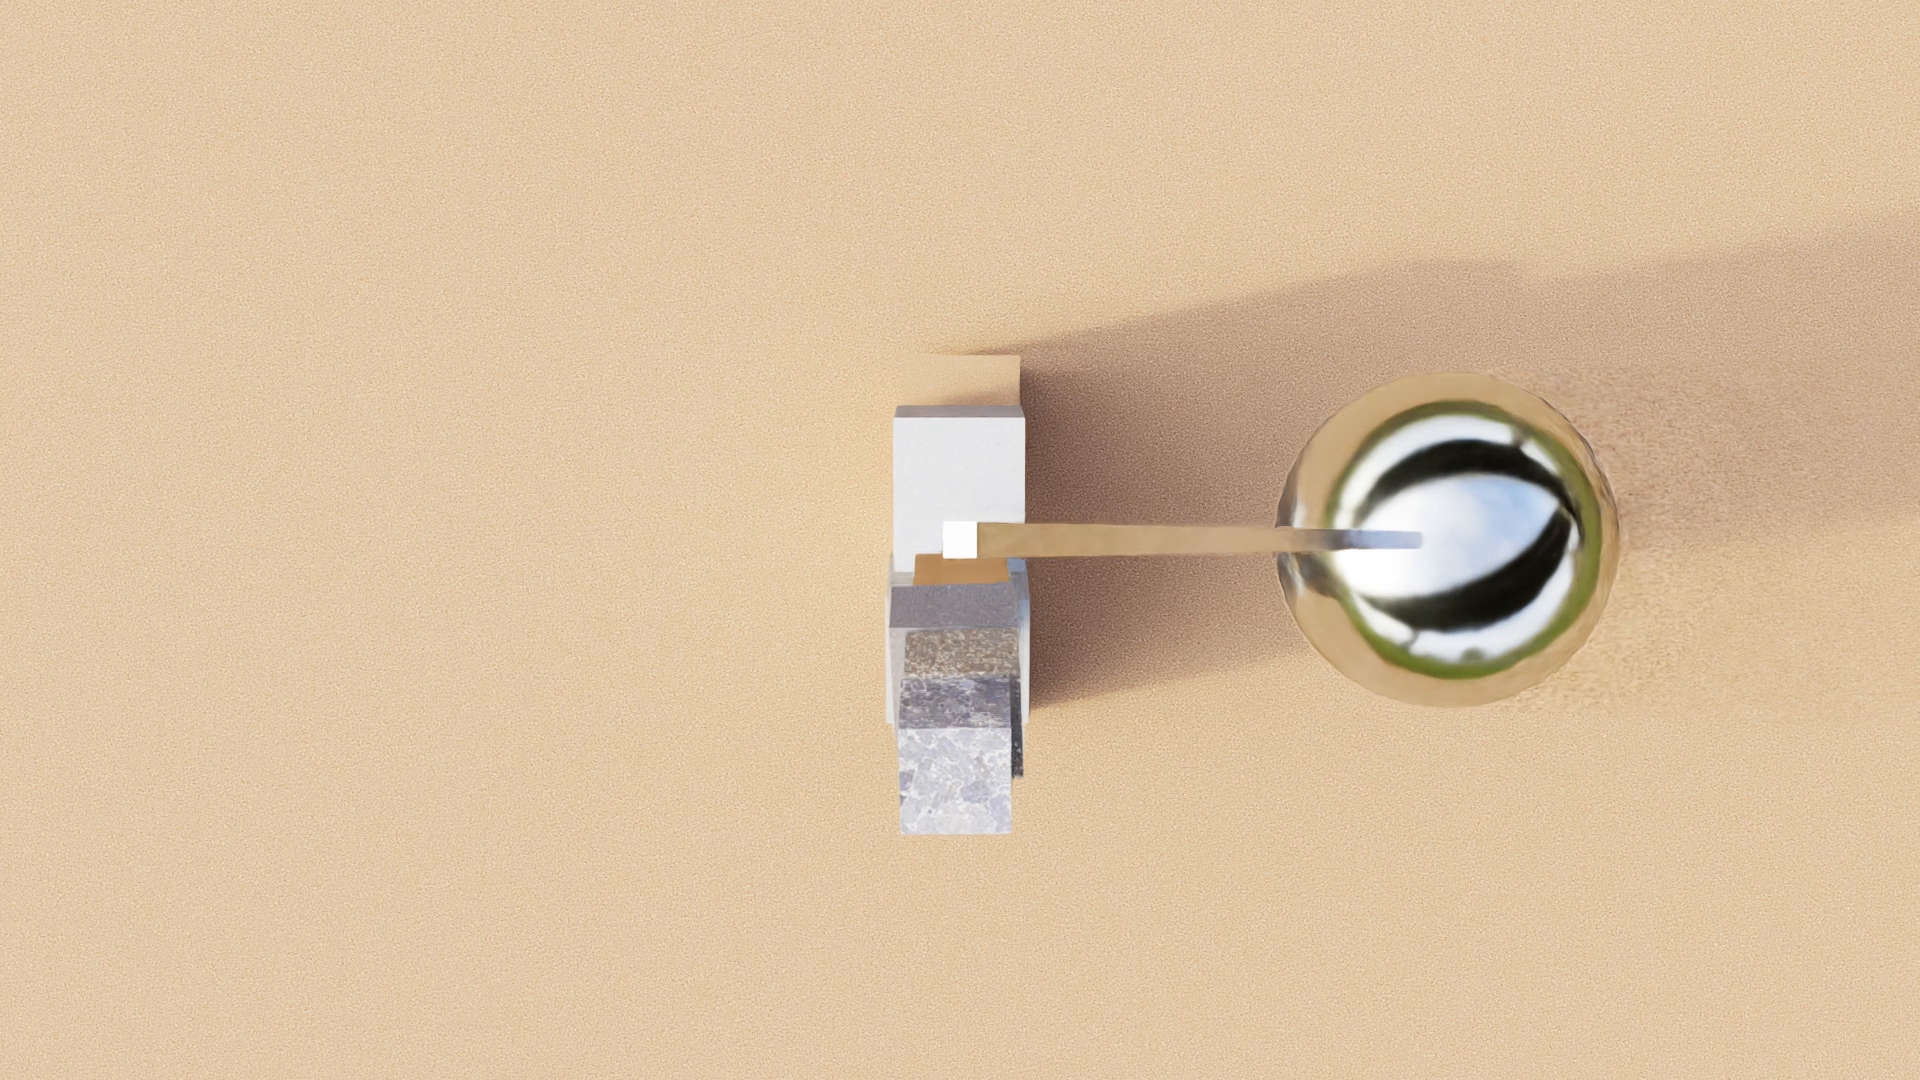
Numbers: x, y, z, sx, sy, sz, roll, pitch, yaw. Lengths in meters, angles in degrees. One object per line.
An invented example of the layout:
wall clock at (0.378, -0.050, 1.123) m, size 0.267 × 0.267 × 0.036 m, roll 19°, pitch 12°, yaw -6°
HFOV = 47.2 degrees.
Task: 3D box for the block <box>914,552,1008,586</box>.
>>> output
block at (0.003, 0.373, 11.198) m, size 0.474 × 0.498 × 0.452 m, roll 1°, pitch 113°, yaw 0°

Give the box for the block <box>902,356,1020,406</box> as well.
block at (0.003, -0.663, 12.615) m, size 0.657 × 0.770 × 0.728 m, roll 0°, pitch 90°, yaw 0°

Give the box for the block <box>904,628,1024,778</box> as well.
block at (0.020, 0.769, 10.305) m, size 0.531 × 0.466 × 0.554 m, roll -2°, pitch 113°, yaw 1°

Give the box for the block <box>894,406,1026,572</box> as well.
block at (-0.005, -0.291, 11.812) m, size 0.680 × 0.830 × 0.801 m, roll 0°, pitch 98°, yaw 0°

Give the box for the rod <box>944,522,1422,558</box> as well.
rod at (0.994, 0.000, 7.275) m, size 0.080 × 5.200 × 0.080 m, roll 0°, pitch 90°, yaw 22°

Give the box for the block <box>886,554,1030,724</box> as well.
block at (-0.013, 0.524, 11.930) m, size 0.754 × 0.765 × 0.695 m, roll 0°, pitch 108°, yaw 0°

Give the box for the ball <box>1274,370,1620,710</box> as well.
ball at (2.295, 0.000, 10.416) m, size 1.600 × 1.600 × 1.600 m, roll 0°, pitch 90°, yaw 0°

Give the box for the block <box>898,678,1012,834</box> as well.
block at (-0.020, 0.966, 9.870) m, size 0.490 × 0.488 × 0.527 m, roll -1°, pitch 113°, yaw 0°

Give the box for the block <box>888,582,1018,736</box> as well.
block at (-0.021, 0.579, 10.745) m, size 0.609 × 0.493 × 0.577 m, roll -2°, pitch 113°, yaw 1°
